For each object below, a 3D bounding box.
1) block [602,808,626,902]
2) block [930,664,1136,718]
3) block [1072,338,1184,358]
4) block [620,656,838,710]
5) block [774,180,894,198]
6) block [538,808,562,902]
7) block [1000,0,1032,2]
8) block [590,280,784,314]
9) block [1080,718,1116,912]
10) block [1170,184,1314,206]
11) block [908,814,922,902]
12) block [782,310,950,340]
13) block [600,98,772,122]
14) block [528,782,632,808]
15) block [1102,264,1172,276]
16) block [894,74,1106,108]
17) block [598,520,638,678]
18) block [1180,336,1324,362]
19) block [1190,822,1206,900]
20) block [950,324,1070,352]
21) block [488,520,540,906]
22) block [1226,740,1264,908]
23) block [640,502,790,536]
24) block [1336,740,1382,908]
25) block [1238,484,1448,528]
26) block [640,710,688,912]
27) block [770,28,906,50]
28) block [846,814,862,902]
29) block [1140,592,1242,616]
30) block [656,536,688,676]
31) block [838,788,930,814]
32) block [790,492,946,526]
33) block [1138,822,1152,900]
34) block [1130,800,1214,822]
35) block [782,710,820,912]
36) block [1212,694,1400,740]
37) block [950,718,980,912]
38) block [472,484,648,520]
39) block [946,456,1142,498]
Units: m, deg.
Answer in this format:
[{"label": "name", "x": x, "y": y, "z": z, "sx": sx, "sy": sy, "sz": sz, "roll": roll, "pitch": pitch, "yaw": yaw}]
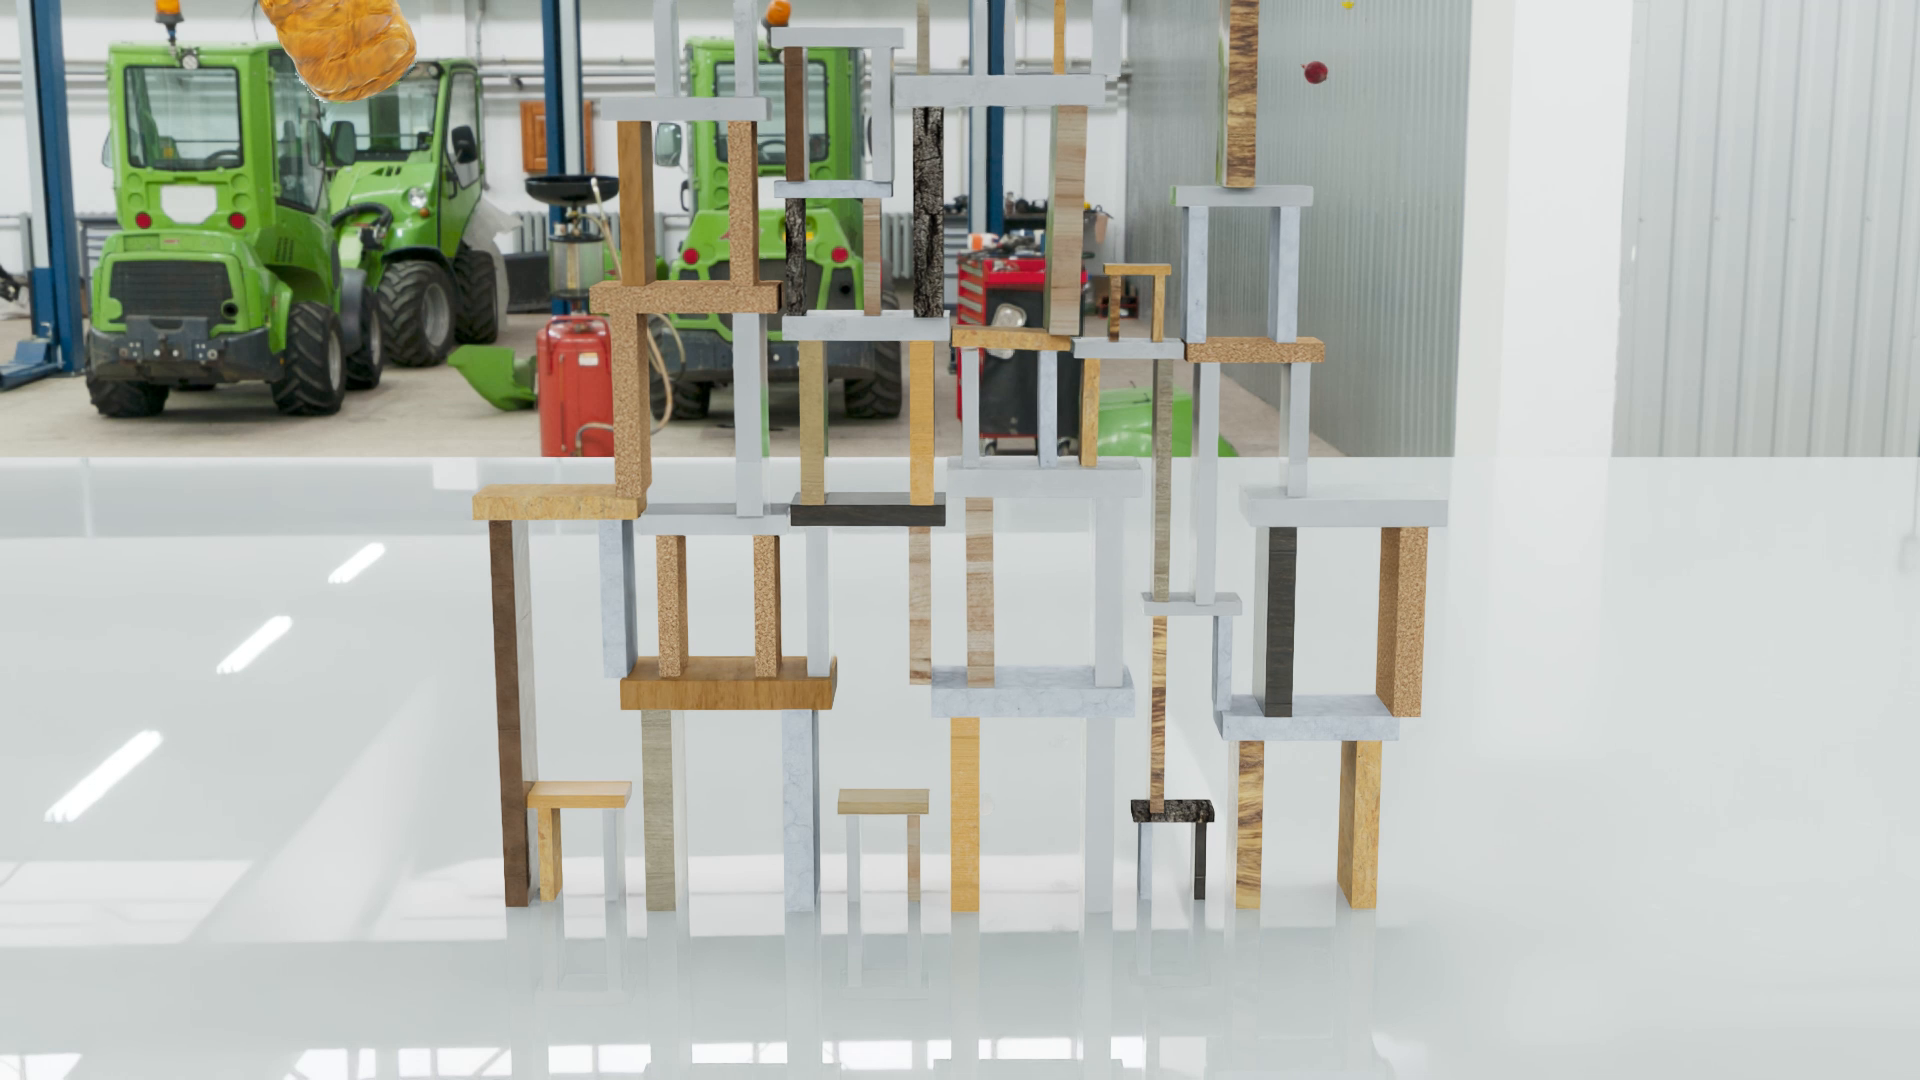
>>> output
[{"label": "block", "x": -0.575, "y": 0.511, "z": 3.658, "sx": 0.023, "sy": 0.159, "sz": 0.080, "roll": 0, "pitch": 11, "yaw": 0}, {"label": "block", "x": 0.117, "y": 0.247, "z": 3.601, "sx": 0.327, "sy": 0.046, "sz": 0.163, "roll": 0, "pitch": 11, "yaw": 0}, {"label": "block", "x": 0.266, "y": -0.306, "z": 3.505, "sx": 0.173, "sy": 0.024, "sz": 0.086, "roll": 0, "pitch": 11, "yaw": 0}, {"label": "block", "x": -0.375, "y": 0.234, "z": 3.604, "sx": 0.338, "sy": 0.048, "sz": 0.169, "roll": 0, "pitch": 11, "yaw": 0}, {"label": "block", "x": -0.198, "y": -0.553, "z": 3.463, "sx": 0.183, "sy": 0.026, "sz": 0.091, "roll": 0, "pitch": 11, "yaw": 0}, {"label": "block", "x": -0.682, "y": 0.511, "z": 3.658, "sx": 0.023, "sy": 0.159, "sz": 0.080, "roll": 0, "pitch": 11, "yaw": 0}, {"label": "block", "x": 0.118, "y": -0.844, "z": 3.400, "sx": 0.115, "sy": 0.016, "sz": 0.058, "roll": 1, "pitch": 11, "yaw": 7}, {"label": "block", "x": -0.431, "y": -0.386, "z": 3.490, "sx": 0.290, "sy": 0.041, "sz": 0.145, "roll": 0, "pitch": 11, "yaw": 0}, {"label": "block", "x": 0.226, "y": 0.430, "z": 3.635, "sx": 0.046, "sy": 0.327, "sz": 0.163, "roll": 0, "pitch": 11, "yaw": 0}, {"label": "block", "x": 0.441, "y": -0.542, "z": 3.459, "sx": 0.212, "sy": 0.030, "sz": 0.106, "roll": 0, "pitch": 11, "yaw": 0}, {"label": "block", "x": -0.076, "y": 0.517, "z": 3.655, "sx": 0.021, "sy": 0.149, "sz": 0.075, "roll": 0, "pitch": 11, "yaw": 0}, {"label": "block", "x": -0.147, "y": -0.342, "z": 3.499, "sx": 0.261, "sy": 0.037, "sz": 0.131, "roll": 0, "pitch": 10, "yaw": 0}, {"label": "block", "x": -0.424, "y": -0.672, "z": 3.434, "sx": 0.253, "sy": 0.036, "sz": 0.126, "roll": 0, "pitch": 11, "yaw": 0}, {"label": "block", "x": -0.629, "y": 0.422, "z": 3.642, "sx": 0.159, "sy": 0.023, "sz": 0.080, "roll": 0, "pitch": 11, "yaw": 0}, {"label": "block", "x": 0.280, "y": -0.429, "z": 3.484, "sx": 0.104, "sy": 0.015, "sz": 0.052, "roll": 0, "pitch": 10, "yaw": 0}, {"label": "block", "x": 0.061, "y": -0.701, "z": 3.435, "sx": 0.322, "sy": 0.046, "sz": 0.161, "roll": 0, "pitch": 11, "yaw": 0}, {"label": "block", "x": -0.555, "y": 0.083, "z": 3.575, "sx": 0.037, "sy": 0.259, "sz": 0.130, "roll": 0, "pitch": 11, "yaw": 0}, {"label": "block", "x": 0.464, "y": -0.303, "z": 3.502, "sx": 0.214, "sy": 0.030, "sz": 0.107, "roll": 0, "pitch": 11, "yaw": -1}, {"label": "block", "x": 0.397, "y": 0.524, "z": 3.661, "sx": 0.019, "sy": 0.133, "sz": 0.067, "roll": 0, "pitch": 11, "yaw": 0}, {"label": "block", "x": 0.079, "y": -0.321, "z": 3.493, "sx": 0.185, "sy": 0.026, "sz": 0.093, "roll": 2, "pitch": 10, "yaw": -2}, {"label": "block", "x": -0.728, "y": 0.272, "z": 3.611, "sx": 0.037, "sy": 0.646, "sz": 0.130, "roll": 0, "pitch": 11, "yaw": 0}, {"label": "block", "x": 0.471, "y": 0.450, "z": 3.642, "sx": 0.040, "sy": 0.284, "sz": 0.142, "roll": 0, "pitch": 11, "yaw": 0}, {"label": "block", "x": -0.392, "y": -0.034, "z": 3.553, "sx": 0.232, "sy": 0.033, "sz": 0.116, "roll": 0, "pitch": 11, "yaw": 0}, {"label": "block", "x": 0.661, "y": 0.450, "z": 3.642, "sx": 0.040, "sy": 0.284, "sz": 0.142, "roll": 0, "pitch": 11, "yaw": 0}, {"label": "block", "x": 0.615, "y": -0.056, "z": 3.549, "sx": 0.311, "sy": 0.044, "sz": 0.155, "roll": 0, "pitch": 11, "yaw": 0}, {"label": "block", "x": -0.488, "y": 0.423, "z": 3.639, "sx": 0.048, "sy": 0.338, "sz": 0.169, "roll": 0, "pitch": 11, "yaw": 0}, {"label": "block", "x": -0.187, "y": -0.779, "z": 3.414, "sx": 0.203, "sy": 0.029, "sz": 0.102, "roll": 0, "pitch": 11, "yaw": 1}, {"label": "block", "x": -0.176, "y": 0.517, "z": 3.655, "sx": 0.021, "sy": 0.149, "sz": 0.075, "roll": 0, "pitch": 11, "yaw": 0}, {"label": "block", "x": 0.376, "y": 0.104, "z": 3.581, "sx": 0.158, "sy": 0.022, "sz": 0.079, "roll": 0, "pitch": 11, "yaw": 0}, {"label": "block", "x": -0.467, "y": 0.096, "z": 3.578, "sx": 0.033, "sy": 0.232, "sz": 0.116, "roll": 0, "pitch": 11, "yaw": 0}, {"label": "block", "x": -0.126, "y": 0.433, "z": 3.639, "sx": 0.149, "sy": 0.021, "sz": 0.075, "roll": 0, "pitch": 11, "yaw": 0}, {"label": "block", "x": -0.146, "y": -0.050, "z": 3.554, "sx": 0.247, "sy": 0.035, "sz": 0.123, "roll": 0, "pitch": 10, "yaw": 0}, {"label": "block", "x": 0.308, "y": 0.524, "z": 3.661, "sx": 0.019, "sy": 0.133, "sz": 0.067, "roll": 0, "pitch": 11, "yaw": 0}, {"label": "block", "x": 0.352, "y": 0.449, "z": 3.647, "sx": 0.133, "sy": 0.019, "sz": 0.067, "roll": 0, "pitch": 11, "yaw": 0}, {"label": "block", "x": -0.262, "y": 0.423, "z": 3.639, "sx": 0.048, "sy": 0.338, "sz": 0.169, "roll": 0, "pitch": 11, "yaw": 0}, {"label": "block", "x": 0.566, "y": 0.291, "z": 3.613, "sx": 0.284, "sy": 0.040, "sz": 0.142, "roll": 0, "pitch": 11, "yaw": 0}, {"label": "block", "x": 0.008, "y": 0.430, "z": 3.635, "sx": 0.046, "sy": 0.327, "sz": 0.163, "roll": 0, "pitch": 11, "yaw": 0}, {"label": "block", "x": -0.642, "y": -0.062, "z": 3.543, "sx": 0.259, "sy": 0.037, "sz": 0.130, "roll": 0, "pitch": 11, "yaw": -1}, {"label": "block", "x": 0.133, "y": -0.103, "z": 3.544, "sx": 0.309, "sy": 0.044, "sz": 0.154, "roll": 0, "pitch": 11, "yaw": 0}]
